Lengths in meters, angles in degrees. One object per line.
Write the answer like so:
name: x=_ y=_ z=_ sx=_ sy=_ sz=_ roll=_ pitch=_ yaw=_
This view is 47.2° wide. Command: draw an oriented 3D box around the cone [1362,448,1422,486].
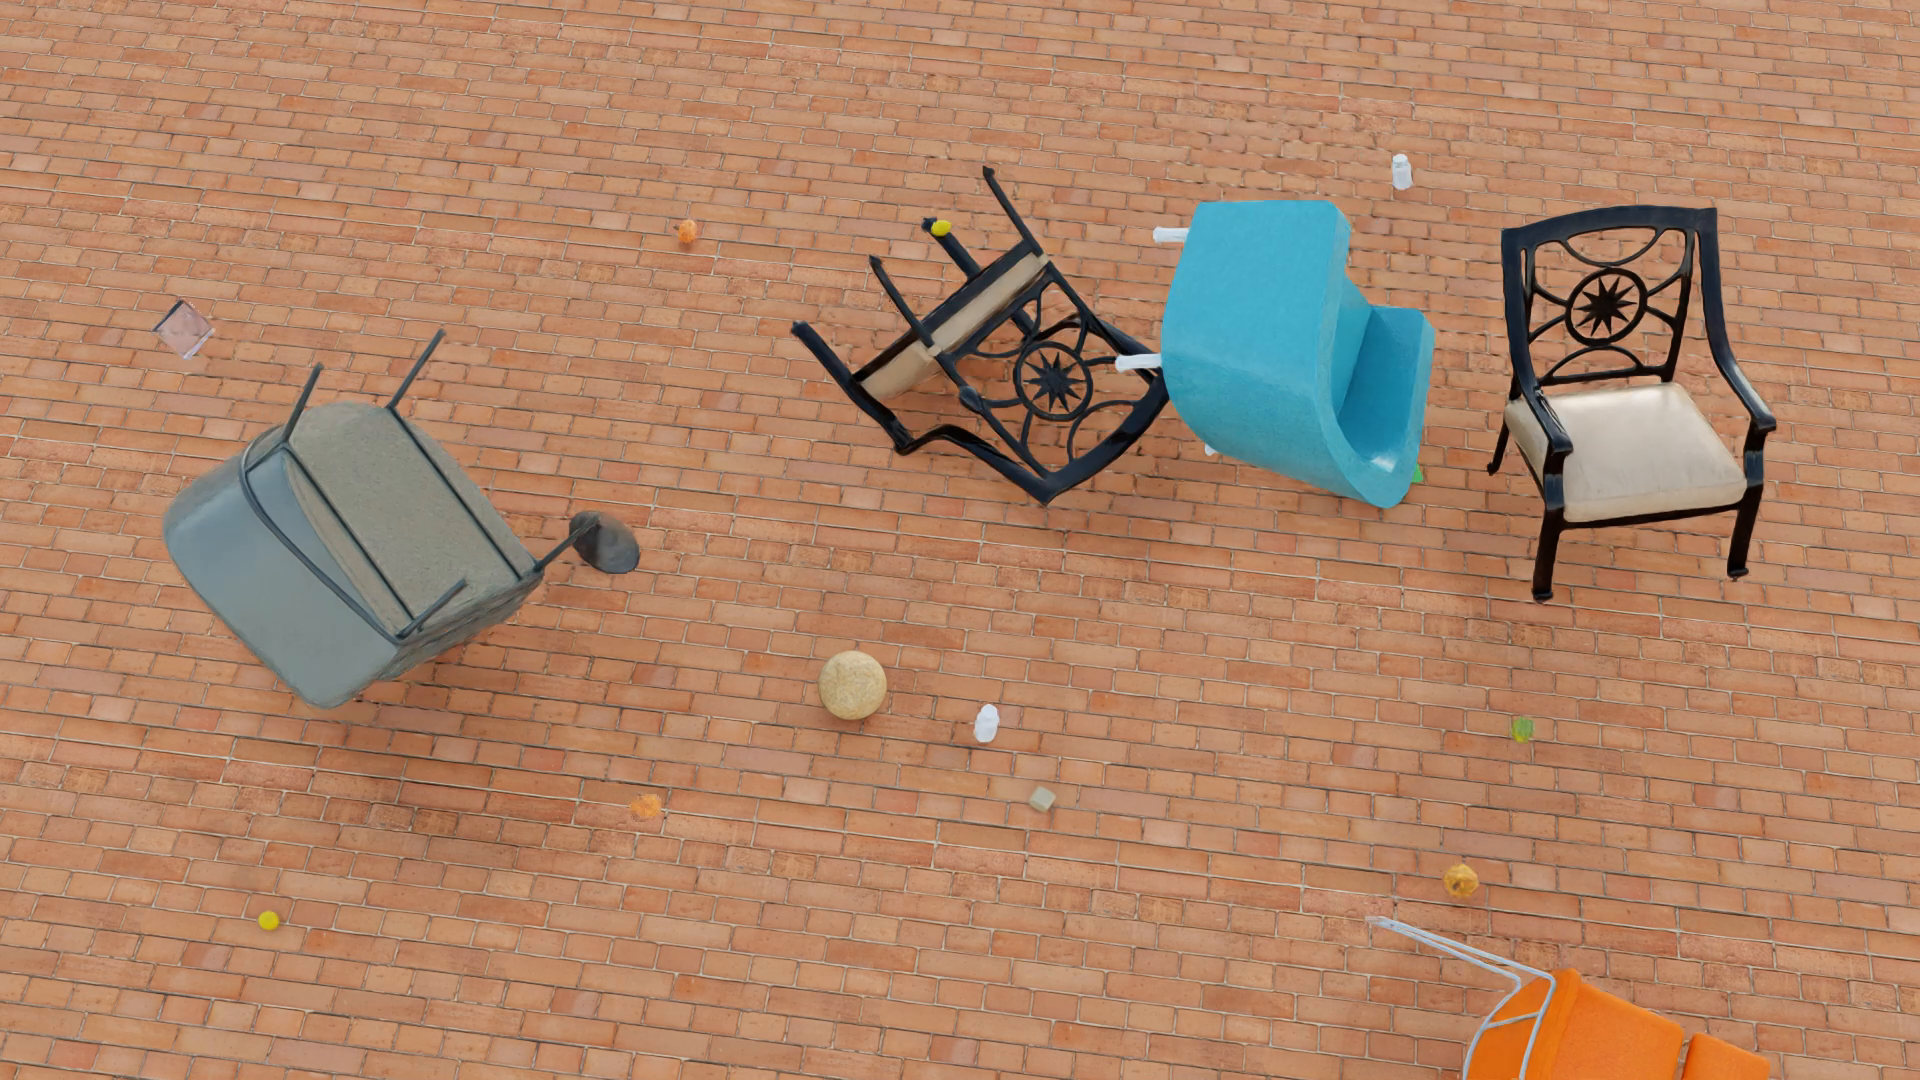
cone: x=1.298 y=-0.196 z=6.675 sx=0.181 sy=0.098 sz=0.112 roll=-23 pitch=95 yaw=4

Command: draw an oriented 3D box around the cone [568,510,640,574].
cone: x=-1.056 y=-0.020 z=6.498 sx=0.258 sy=0.114 sz=0.164 roll=41 pitch=69 yaw=16

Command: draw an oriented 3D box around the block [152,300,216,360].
block: x=-2.005 y=-0.541 z=5.683 sx=0.101 sy=0.097 sz=0.110 roll=43 pitch=80 yaw=-9

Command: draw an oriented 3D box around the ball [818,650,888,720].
ball: x=-0.303 y=0.408 z=6.182 sx=0.196 sy=0.196 sz=0.196 roll=0 pitch=56 yaw=0

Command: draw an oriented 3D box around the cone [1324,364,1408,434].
cone: x=1.222 y=-0.383 z=6.762 sx=0.234 sy=0.238 sz=0.158 roll=-30 pitch=20 yaw=10
